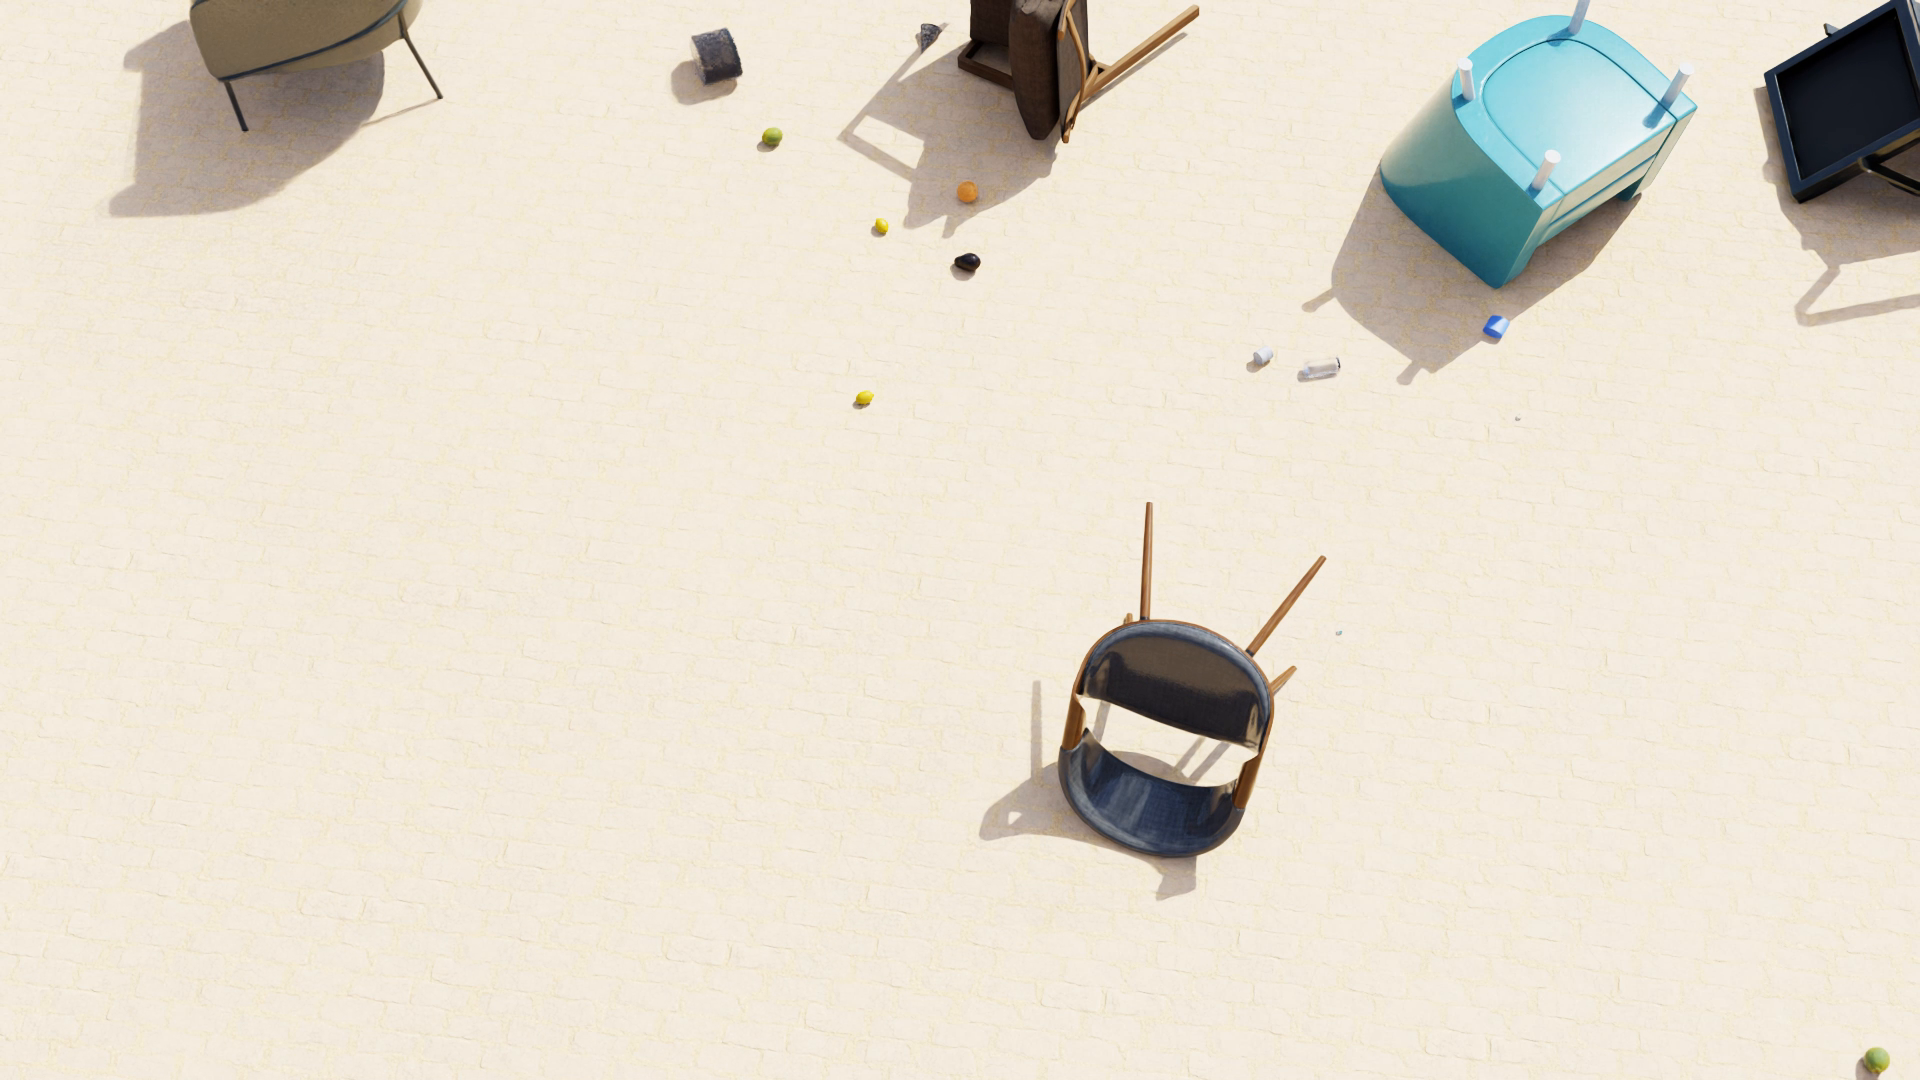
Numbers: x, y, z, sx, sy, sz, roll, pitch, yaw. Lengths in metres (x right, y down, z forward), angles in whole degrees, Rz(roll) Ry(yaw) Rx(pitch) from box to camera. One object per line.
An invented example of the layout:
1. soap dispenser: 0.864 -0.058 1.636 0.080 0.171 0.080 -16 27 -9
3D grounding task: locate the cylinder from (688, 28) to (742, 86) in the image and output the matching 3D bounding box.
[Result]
1. cylinder: -0.847 -1.676 7.616 0.132 0.137 0.210 -17 55 -11

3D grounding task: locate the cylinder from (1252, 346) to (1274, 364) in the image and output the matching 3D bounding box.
1. cylinder: 0.956 -0.583 6.935 0.046 0.049 0.045 -31 68 -21

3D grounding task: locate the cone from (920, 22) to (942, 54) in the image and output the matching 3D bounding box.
1. cone: -0.119 -1.754 7.734 0.082 0.056 0.113 14 73 18

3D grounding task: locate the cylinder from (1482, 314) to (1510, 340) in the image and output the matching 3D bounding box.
1. cylinder: 1.709 -0.680 7.007 0.066 0.038 0.061 30 77 29

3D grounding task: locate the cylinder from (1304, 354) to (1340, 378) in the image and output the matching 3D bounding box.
1. cylinder: 1.139 -0.545 6.914 0.105 0.043 0.048 -19 72 2
